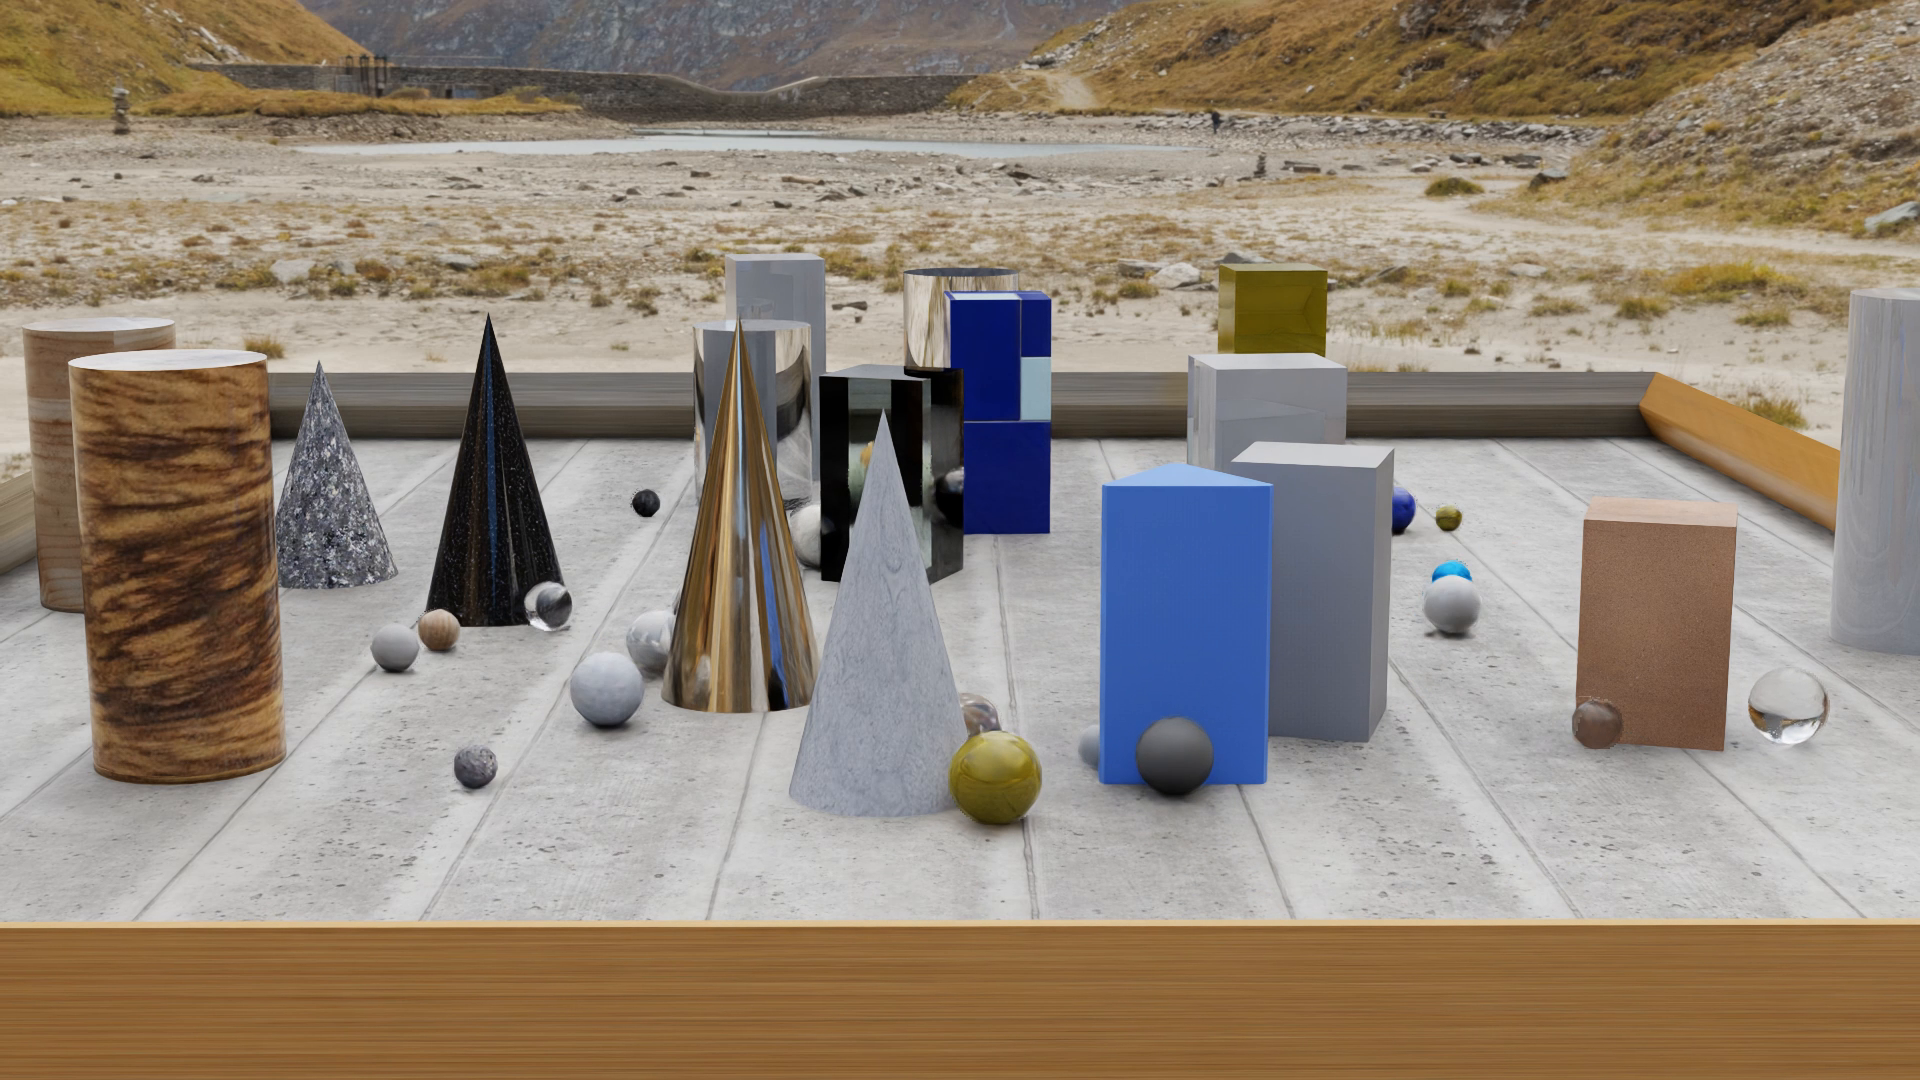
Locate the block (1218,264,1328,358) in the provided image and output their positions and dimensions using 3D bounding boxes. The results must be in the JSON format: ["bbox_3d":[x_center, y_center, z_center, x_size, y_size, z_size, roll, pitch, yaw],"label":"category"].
[{"bbox_3d":[0.537,-0.280,4.439,0.157,0.384,0.157,-1,11,-5],"label":"block"}]

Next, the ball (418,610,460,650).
[{"bbox_3d":[-0.655,0.113,3.227,0.052,0.052,0.052,0,10,0],"label":"ball"}]

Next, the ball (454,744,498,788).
[{"bbox_3d":[-0.494,0.231,2.615,0.045,0.045,0.045,0,10,0],"label":"ball"}]

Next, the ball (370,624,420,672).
[{"bbox_3d":[-0.686,0.131,3.118,0.058,0.058,0.058,0,10,0],"label":"ball"}]

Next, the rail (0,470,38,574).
[{"bbox_3d":[-1.363,0.034,3.441,0.045,0.128,3.300,0,10,0],"label":"rail"}]

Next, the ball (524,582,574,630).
[{"bbox_3d":[-0.536,0.086,3.342,0.064,0.064,0.064,0,10,0],"label":"ball"}]

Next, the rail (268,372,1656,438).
[{"bbox_3d":[-0.009,-0.263,5.048,2.774,0.128,0.045,0,10,0],"label":"rail"}]

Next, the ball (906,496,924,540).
[{"bbox_3d":[-0.105,-0.024,3.842,0.098,0.098,0.098,0,10,0],"label":"ball"}]

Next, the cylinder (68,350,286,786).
[{"bbox_3d":[-0.816,0.023,2.685,0.197,0.427,0.197,0,10,0],"label":"cylinder"}]

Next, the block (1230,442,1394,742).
[{"bbox_3d":[0.391,0.054,2.860,0.157,0.303,0.157,3,11,16],"label":"block"}]

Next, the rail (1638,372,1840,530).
[{"bbox_3d":[1.363,0.031,3.457,0.045,0.128,3.300,0,10,0],"label":"rail"}]

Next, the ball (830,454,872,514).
[{"bbox_3d":[-0.165,-0.092,4.213,0.098,0.098,0.098,0,10,0],"label":"ball"}]

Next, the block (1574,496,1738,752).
[{"bbox_3d":[0.769,0.089,2.831,0.157,0.245,0.157,3,11,17],"label":"block"}]

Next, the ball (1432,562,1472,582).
[{"bbox_3d":[0.675,0.057,3.522,0.055,0.055,0.055,0,10,0],"label":"ball"}]

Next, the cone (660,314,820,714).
[{"bbox_3d":[-0.253,-0.040,2.974,0.197,0.447,0.197,0,10,0],"label":"cone"}]

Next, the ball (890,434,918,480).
[{"bbox_3d":[-0.116,-0.145,4.539,0.083,0.083,0.083,0,10,0],"label":"ball"}]

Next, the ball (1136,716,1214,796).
[{"bbox_3d":[0.216,0.217,2.585,0.079,0.079,0.079,0,10,0],"label":"ball"}]

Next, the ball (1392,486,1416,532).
[{"bbox_3d":[0.685,-0.049,4.053,0.071,0.071,0.071,0,10,0],"label":"ball"}]

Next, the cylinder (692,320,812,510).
[{"bbox_3d":[-0.347,-0.210,4.292,0.197,0.300,0.197,0,10,0],"label":"cylinder"}]

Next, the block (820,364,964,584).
[{"bbox_3d":[-0.097,-0.095,3.685,0.157,0.295,0.157,4,11,21],"label":"block"}]

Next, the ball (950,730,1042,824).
[{"bbox_3d":[0.035,0.230,2.493,0.090,0.090,0.090,0,10,0],"label":"ball"}]

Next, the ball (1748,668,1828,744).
[{"bbox_3d":[0.898,0.180,2.783,0.083,0.083,0.083,0,10,0],"label":"ball"}]

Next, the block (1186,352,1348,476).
[{"bbox_3d":[0.368,-0.031,3.117,0.157,0.375,0.157,-1,11,-7],"label":"block"}]

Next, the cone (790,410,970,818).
[{"bbox_3d":[-0.076,0.061,2.575,0.197,0.392,0.197,0,10,0],"label":"cone"}]

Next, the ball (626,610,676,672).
[{"bbox_3d":[-0.367,0.122,3.114,0.076,0.076,0.076,0,10,0],"label":"ball"}]

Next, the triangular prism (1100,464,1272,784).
[{"bbox_3d":[0.229,0.084,2.680,0.170,0.310,0.147,0,10,0],"label":"triangular prism"}]

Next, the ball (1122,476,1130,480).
[{"bbox_3d":[0.273,-0.055,4.032,0.090,0.090,0.090,0,10,0],"label":"ball"}]

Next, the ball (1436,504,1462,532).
[{"bbox_3d":[0.772,-0.034,4.053,0.042,0.042,0.042,0,10,0],"label":"ball"}]

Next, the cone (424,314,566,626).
[{"bbox_3d":[-0.623,-0.103,3.427,0.197,0.405,0.197,0,10,0],"label":"cone"}]

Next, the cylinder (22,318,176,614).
[{"bbox_3d":[-1.166,-0.106,3.510,0.197,0.380,0.197,0,10,0],"label":"cylinder"}]

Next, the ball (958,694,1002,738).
[{"bbox_3d":[0.007,0.198,2.699,0.074,0.074,0.074,0,10,0],"label":"ball"}]

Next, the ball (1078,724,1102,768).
[{"bbox_3d":[0.146,0.216,2.688,0.047,0.047,0.047,0,10,0],"label":"ball"}]

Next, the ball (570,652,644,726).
[{"bbox_3d":[-0.394,0.166,2.862,0.083,0.083,0.083,0,10,0],"label":"ball"}]

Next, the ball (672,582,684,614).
[{"bbox_3d":[-0.310,0.077,3.099,0.072,0.072,0.072,0,10,0],"label":"ball"}]

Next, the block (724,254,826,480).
[{"bbox_3d":[-0.329,-0.310,4.582,0.157,0.391,0.157,-2,11,-12],"label":"block"}]

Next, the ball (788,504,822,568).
[{"bbox_3d":[-0.211,-0.005,3.754,0.094,0.094,0.094,0,10,0],"label":"ball"}]

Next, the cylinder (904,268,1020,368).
[{"bbox_3d":[0.002,-0.266,4.373,0.197,0.381,0.197,0,10,0],"label":"cylinder"}]

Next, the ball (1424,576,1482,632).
[{"bbox_3d":[0.639,0.083,3.328,0.075,0.075,0.075,0,10,0],"label":"ball"}]

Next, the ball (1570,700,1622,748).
[{"bbox_3d":[0.686,0.199,2.766,0.053,0.053,0.053,0,10,0],"label":"ball"}]

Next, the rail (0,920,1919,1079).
[{"bbox_3d":[0.009,0.329,1.850,2.774,0.128,0.045,0,10,0],"label":"rail"}]

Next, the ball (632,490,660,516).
[{"bbox_3d":[-0.511,-0.060,4.183,0.045,0.045,0.045,0,10,0],"label":"ball"}]

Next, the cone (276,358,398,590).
[{"bbox_3d":[-0.912,-0.104,3.678,0.197,0.315,0.197,0,10,0],"label":"cone"}]

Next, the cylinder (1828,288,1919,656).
[{"bbox_3d":[1.220,-0.091,3.257,0.197,0.443,0.197,0,10,0],"label":"cylinder"}]

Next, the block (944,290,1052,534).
[{"bbox_3d":[0.058,-0.204,4.076,0.157,0.368,0.157,-1,11,-4],"label":"block"}]
